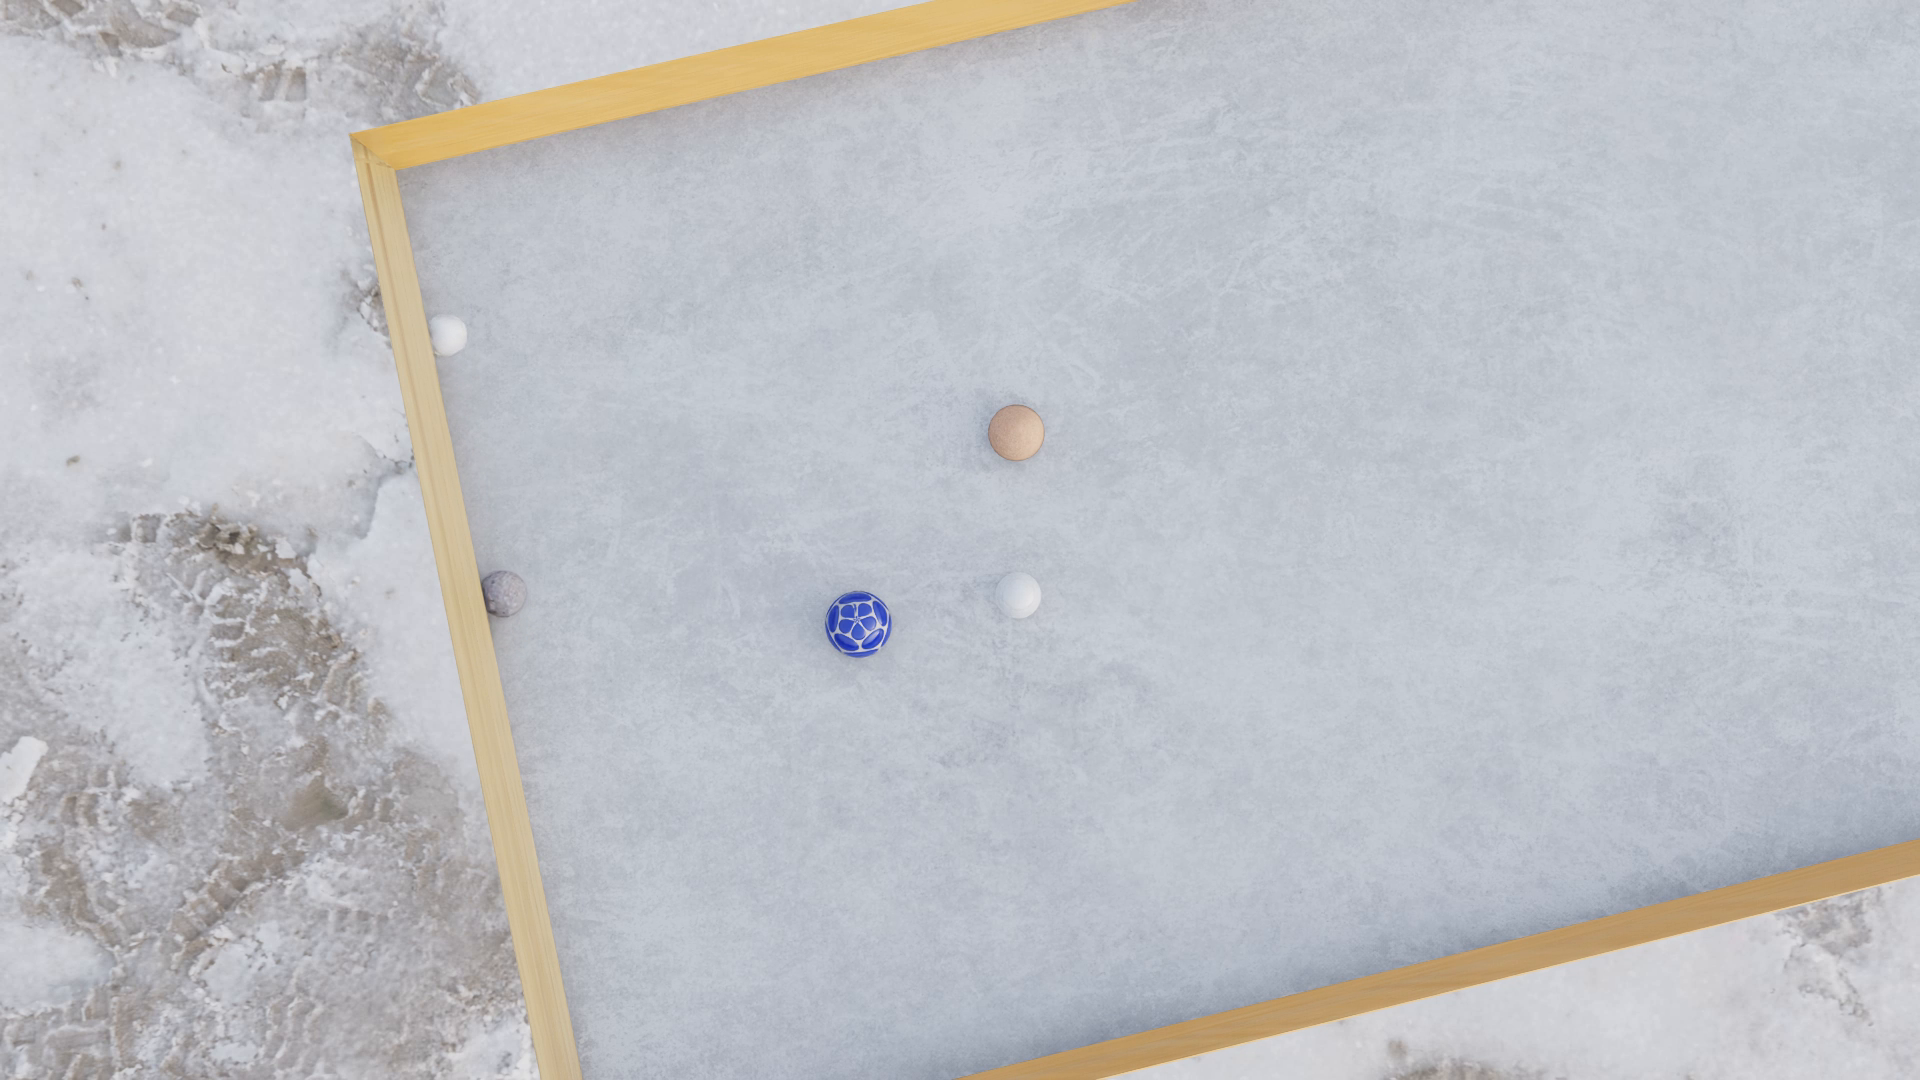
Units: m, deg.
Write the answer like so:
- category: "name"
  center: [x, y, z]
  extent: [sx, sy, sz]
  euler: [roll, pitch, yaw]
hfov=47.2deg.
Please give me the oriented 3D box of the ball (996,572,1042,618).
- category: "ball"
  center: [0.087, 0.082, 3.272]
  extent: [0.069, 0.069, 0.069]
  euler: [0, 80, 0]

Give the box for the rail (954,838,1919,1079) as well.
- category: "rail"
  center: [0.912, 0.567, 3.152]
  extent: [2.999, 0.130, 0.045]
  euler: [-13, 80, -2]

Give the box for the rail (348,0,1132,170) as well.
- category: "rail"
  center: [0.545, -0.924, 3.421]
  extent: [2.999, 0.130, 0.045]
  euler: [-13, 80, -2]

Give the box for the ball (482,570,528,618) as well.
- category: "ball"
  center: [-0.679, 0.080, 3.272]
  extent: [0.069, 0.069, 0.069]
  euler: [0, 80, 0]

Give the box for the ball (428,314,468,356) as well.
- category: "ball"
  center: [-0.782, -0.311, 3.345]
  extent: [0.064, 0.064, 0.064]
  euler: [0, 80, 0]

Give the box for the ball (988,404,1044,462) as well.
- category: "ball"
  center: [0.085, -0.161, 3.307]
  extent: [0.086, 0.086, 0.086]
  euler: [0, 80, 0]

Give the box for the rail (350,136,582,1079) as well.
- category: "rail"
  center: [-0.706, 0.164, 3.225]
  extent: [0.045, 0.130, 1.606]
  euler: [-13, 80, -2]

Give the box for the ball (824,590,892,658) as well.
- category: "ball"
  center: [-0.150, 0.125, 3.248]
  extent: [0.100, 0.100, 0.100]
  euler: [0, 80, 0]
